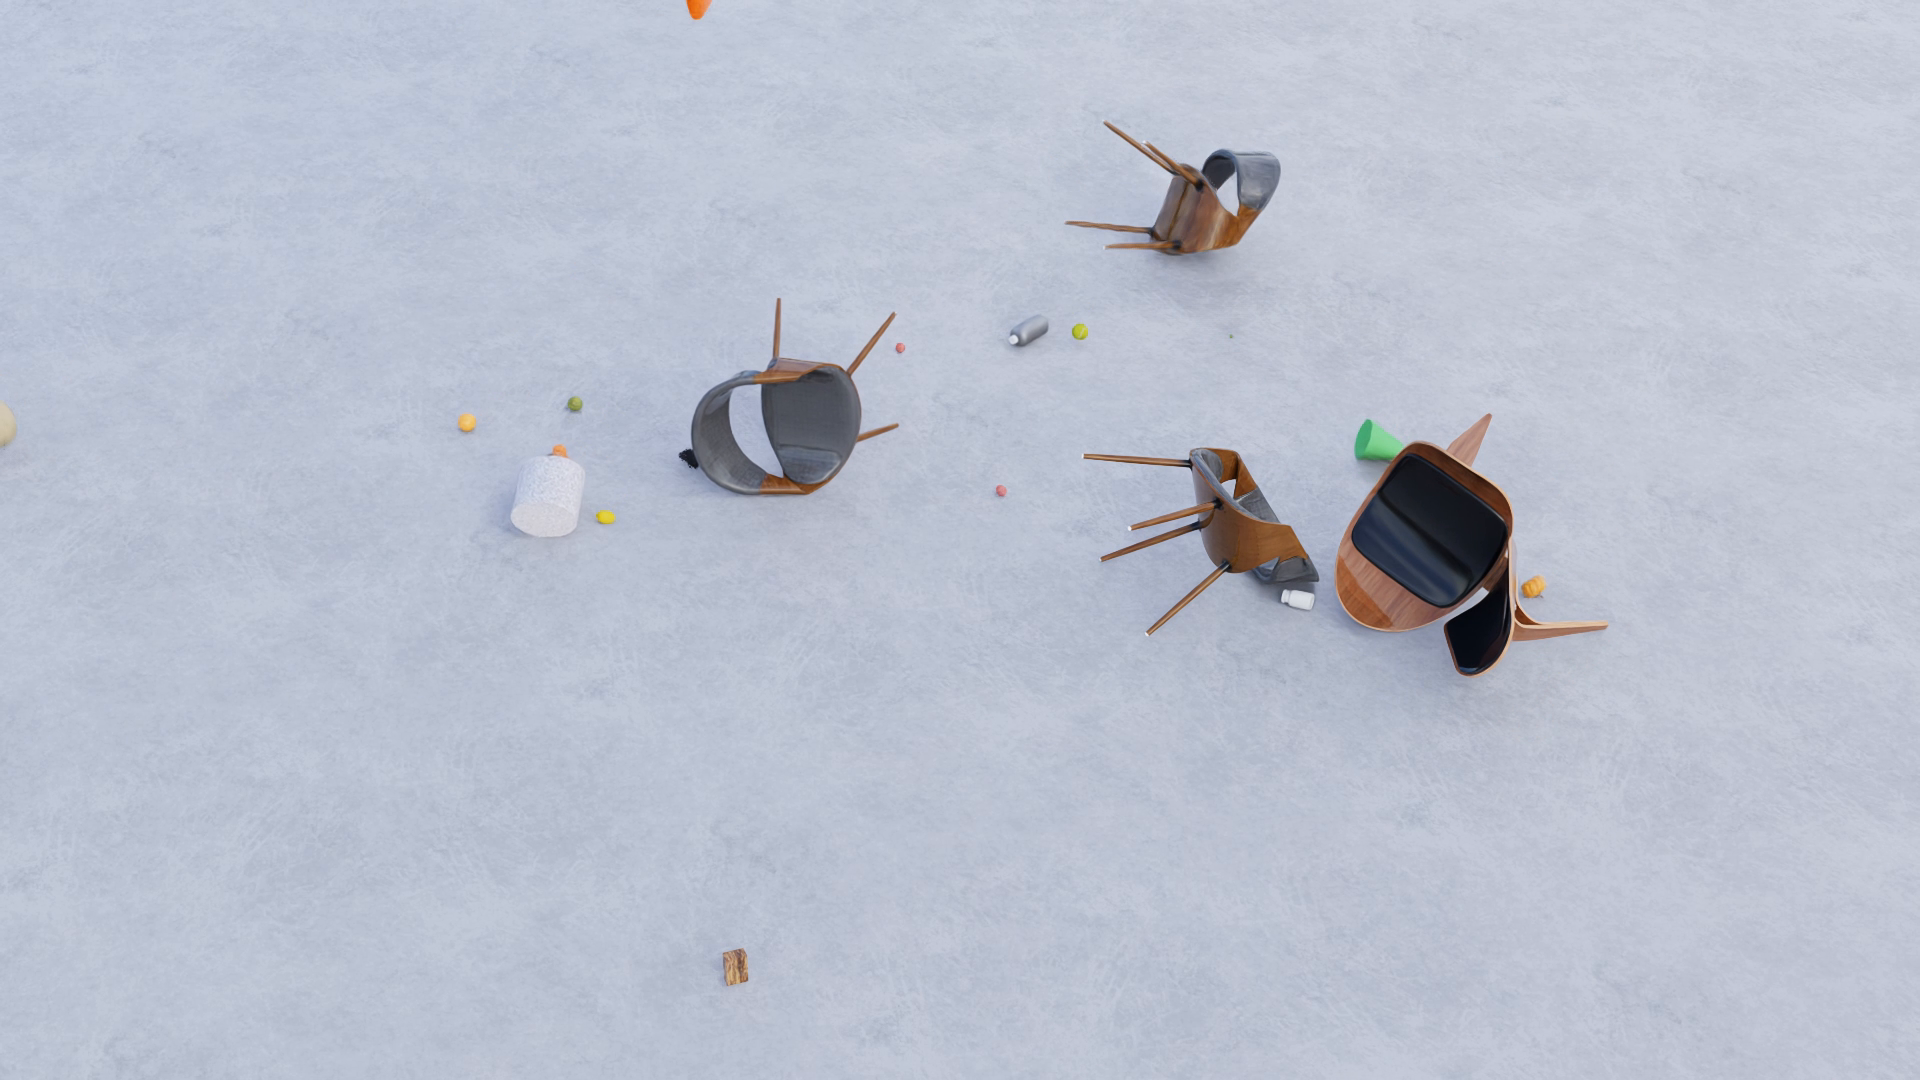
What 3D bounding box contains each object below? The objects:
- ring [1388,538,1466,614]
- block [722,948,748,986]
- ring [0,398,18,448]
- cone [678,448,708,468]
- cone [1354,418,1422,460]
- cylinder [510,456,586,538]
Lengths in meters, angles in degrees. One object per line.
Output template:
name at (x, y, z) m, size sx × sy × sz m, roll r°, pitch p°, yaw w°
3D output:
ring at (1.699, 0.129, 10.652) m, size 0.184 × 0.108 × 0.483 m, roll 21°, pitch 39°, yaw 30°
block at (-0.681, 1.294, 8.887) m, size 0.066 × 0.102 × 0.038 m, roll -11°, pitch 35°, yaw -17°
ring at (-3.828, -0.478, 11.392) m, size 0.497 × 0.284 × 0.158 m, roll 10°, pitch 46°, yaw 46°
cone at (-1.028, -0.305, 11.369) m, size 0.119 × 0.107 × 0.067 m, roll -12°, pitch 73°, yaw 7°
cone at (1.687, -0.351, 11.402) m, size 0.256 × 0.159 × 0.251 m, roll 19°, pitch 13°, yaw -5°
cylinder at (-1.552, -0.166, 11.054) m, size 0.246 × 0.154 × 0.331 m, roll 6°, pitch 33°, yaw -5°
